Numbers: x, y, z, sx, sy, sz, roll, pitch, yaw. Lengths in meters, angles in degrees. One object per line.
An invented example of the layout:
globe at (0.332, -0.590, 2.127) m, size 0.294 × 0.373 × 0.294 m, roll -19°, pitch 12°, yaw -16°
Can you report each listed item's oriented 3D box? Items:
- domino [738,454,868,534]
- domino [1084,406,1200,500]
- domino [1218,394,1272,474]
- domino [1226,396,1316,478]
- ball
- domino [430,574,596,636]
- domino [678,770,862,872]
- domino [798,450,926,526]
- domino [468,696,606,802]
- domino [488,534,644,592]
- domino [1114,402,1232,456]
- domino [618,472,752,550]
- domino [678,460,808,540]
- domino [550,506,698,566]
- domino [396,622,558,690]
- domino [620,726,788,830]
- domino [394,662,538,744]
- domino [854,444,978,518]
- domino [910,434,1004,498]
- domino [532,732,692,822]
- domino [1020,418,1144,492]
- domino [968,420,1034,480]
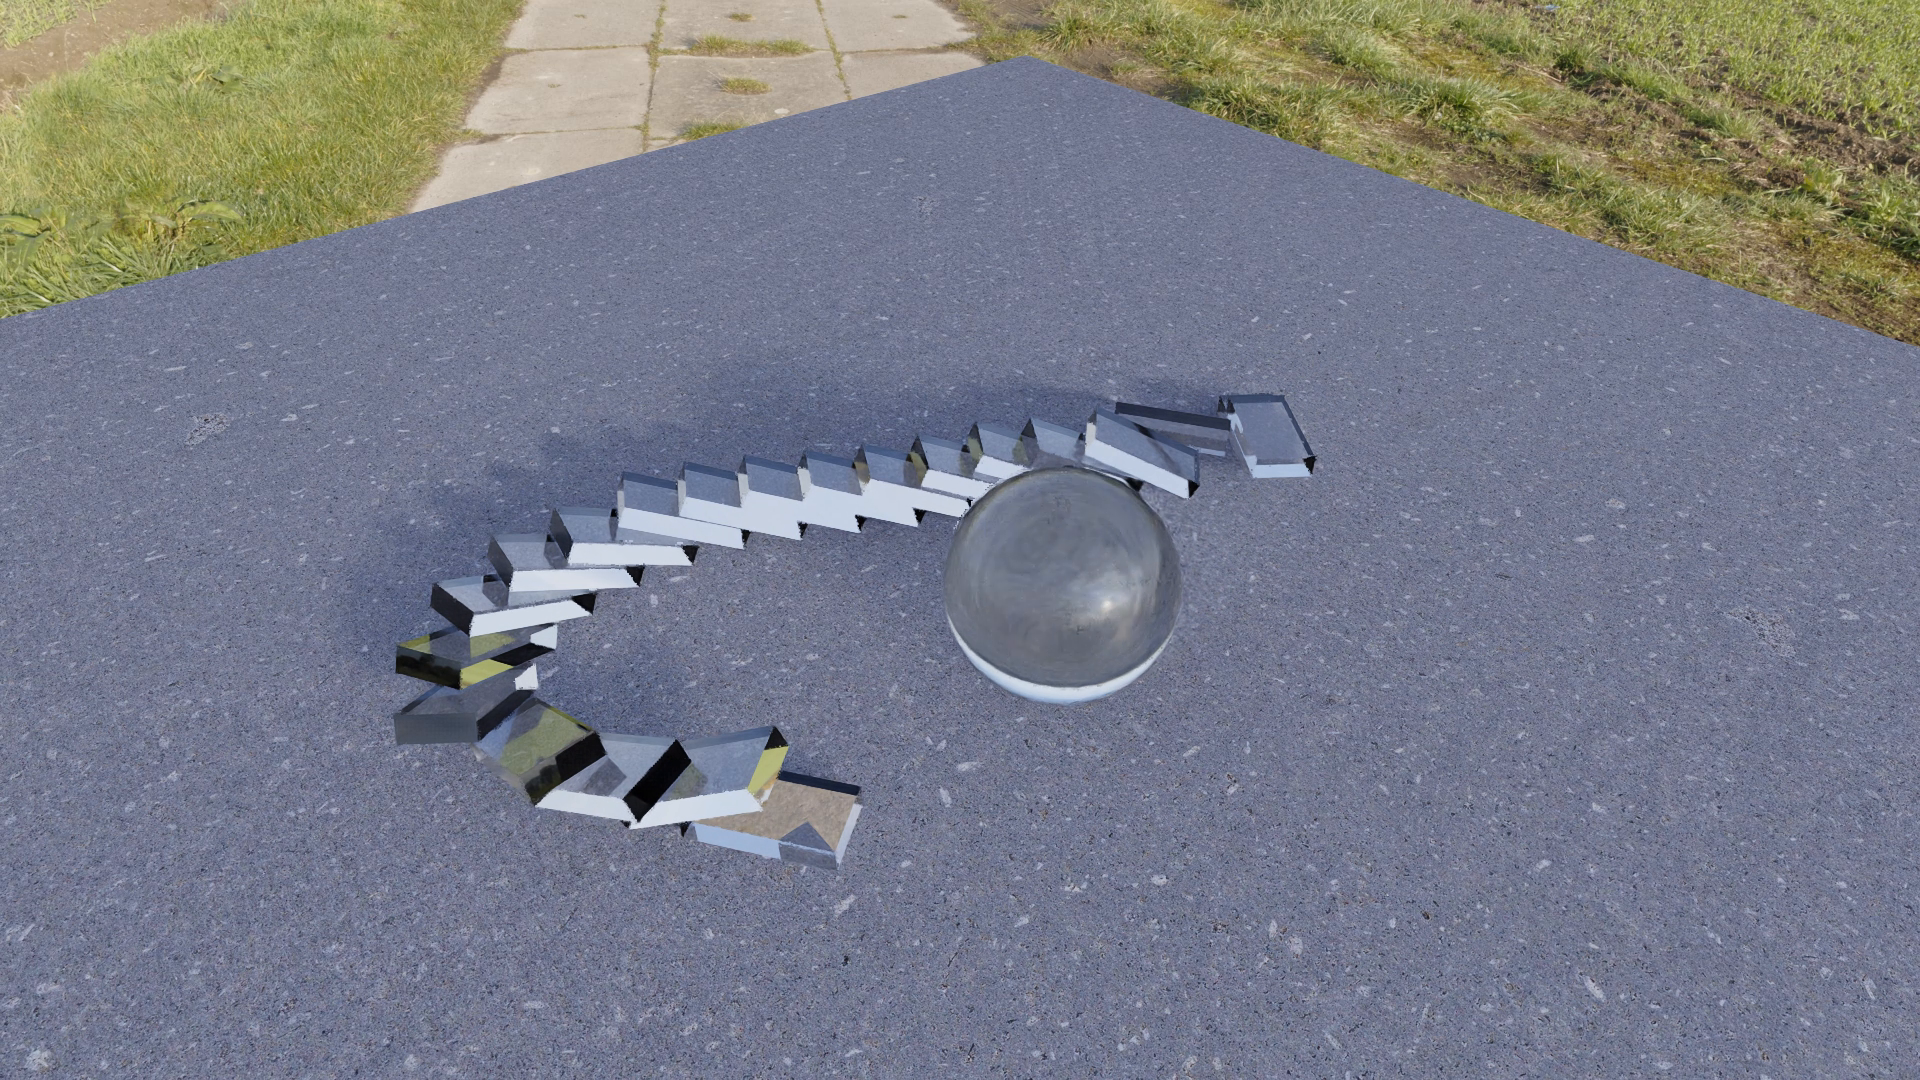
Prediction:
domino at (-0.065, -0.019, 0.451) m, size 0.050 × 0.009 × 0.025 m, roll 12°, pitch 34°, yaw -25°
domino at (0.079, -0.038, 0.474) m, size 0.050 × 0.010 × 0.025 m, roll 23°, pitch 39°, yaw -9°
domino at (0.137, -0.049, 0.504) m, size 0.025 × 0.010 × 0.050 m, roll -2°, pitch 39°, yaw -3°
domino at (0.136, -0.046, 0.485) m, size 0.025 × 0.010 × 0.050 m, roll -2°, pitch 39°, yaw -2°
ball at (0.034, 0.015, 0.369) m, size 0.080 × 0.080 × 0.080 m, roll 0°, pitch 39°, yaw 0°
domino at (-0.162, 0.021, 0.400) m, size 0.025 × 0.010 × 0.050 m, roll 27°, pitch 20°, yaw 29°
domino at (-0.058, 0.084, 0.341) m, size 0.050 × 0.009 × 0.025 m, roll 9°, pitch 40°, yaw 11°
domino at (-0.041, -0.021, 0.454) m, size 0.050 × 0.010 × 0.025 m, roll 12°, pitch 34°, yaw -24°
domino at (-0.135, 0.065, 0.348) m, size 0.025 × 0.009 × 0.050 m, roll -33°, pitch 25°, yaw -34°
domino at (-0.149, 0.008, 0.417) m, size 0.050 × 0.009 × 0.025 m, roll 0°, pitch 30°, yaw -43°
domino at (0.094, -0.049, 0.491) m, size 0.050 × 0.025 × 0.010 m, roll 11°, pitch 81°, yaw 13°
domino at (-0.111, -0.012, 0.442) m, size 0.050 × 0.009 × 0.025 m, roll 11°, pitch 33°, yaw -26°
domino at (-0.088, -0.016, 0.447) m, size 0.050 × 0.010 × 0.025 m, roll 12°, pitch 33°, yaw -25°
domino at (-0.131, -0.001, 0.429) m, size 0.050 × 0.010 × 0.025 m, roll 3°, pitch 31°, yaw -40°
domino at (-0.166, 0.037, 0.381) m, size 0.025 × 0.010 × 0.050 m, roll 12°, pitch 13°, yaw 14°
domino at (-0.079, 0.073, 0.336) m, size 0.050 × 0.010 × 0.025 m, roll -13°, pitch 33°, yaw 22°
domino at (-0.160, 0.053, 0.361) m, size 0.025 × 0.010 × 0.050 m, roll -2°, pitch 11°, yaw 0°
domino at (-0.017, -0.024, 0.458) m, size 0.050 × 0.009 × 0.025 m, roll 12°, pitch 34°, yaw -24°
domino at (0.006, -0.029, 0.463) m, size 0.050 × 0.010 × 0.025 m, roll 12°, pitch 34°, yaw -24°
domino at (-0.110, 0.072, 0.340) m, size 0.050 × 0.010 × 0.025 m, roll -3°, pitch 33°, yaw 35°
domino at (0.052, -0.035, 0.471) m, size 0.050 × 0.009 × 0.025 m, roll 15°, pitch 35°, yaw -20°
domino at (0.029, -0.034, 0.469) m, size 0.050 × 0.009 × 0.025 m, roll 15°, pitch 35°, yaw -20°
